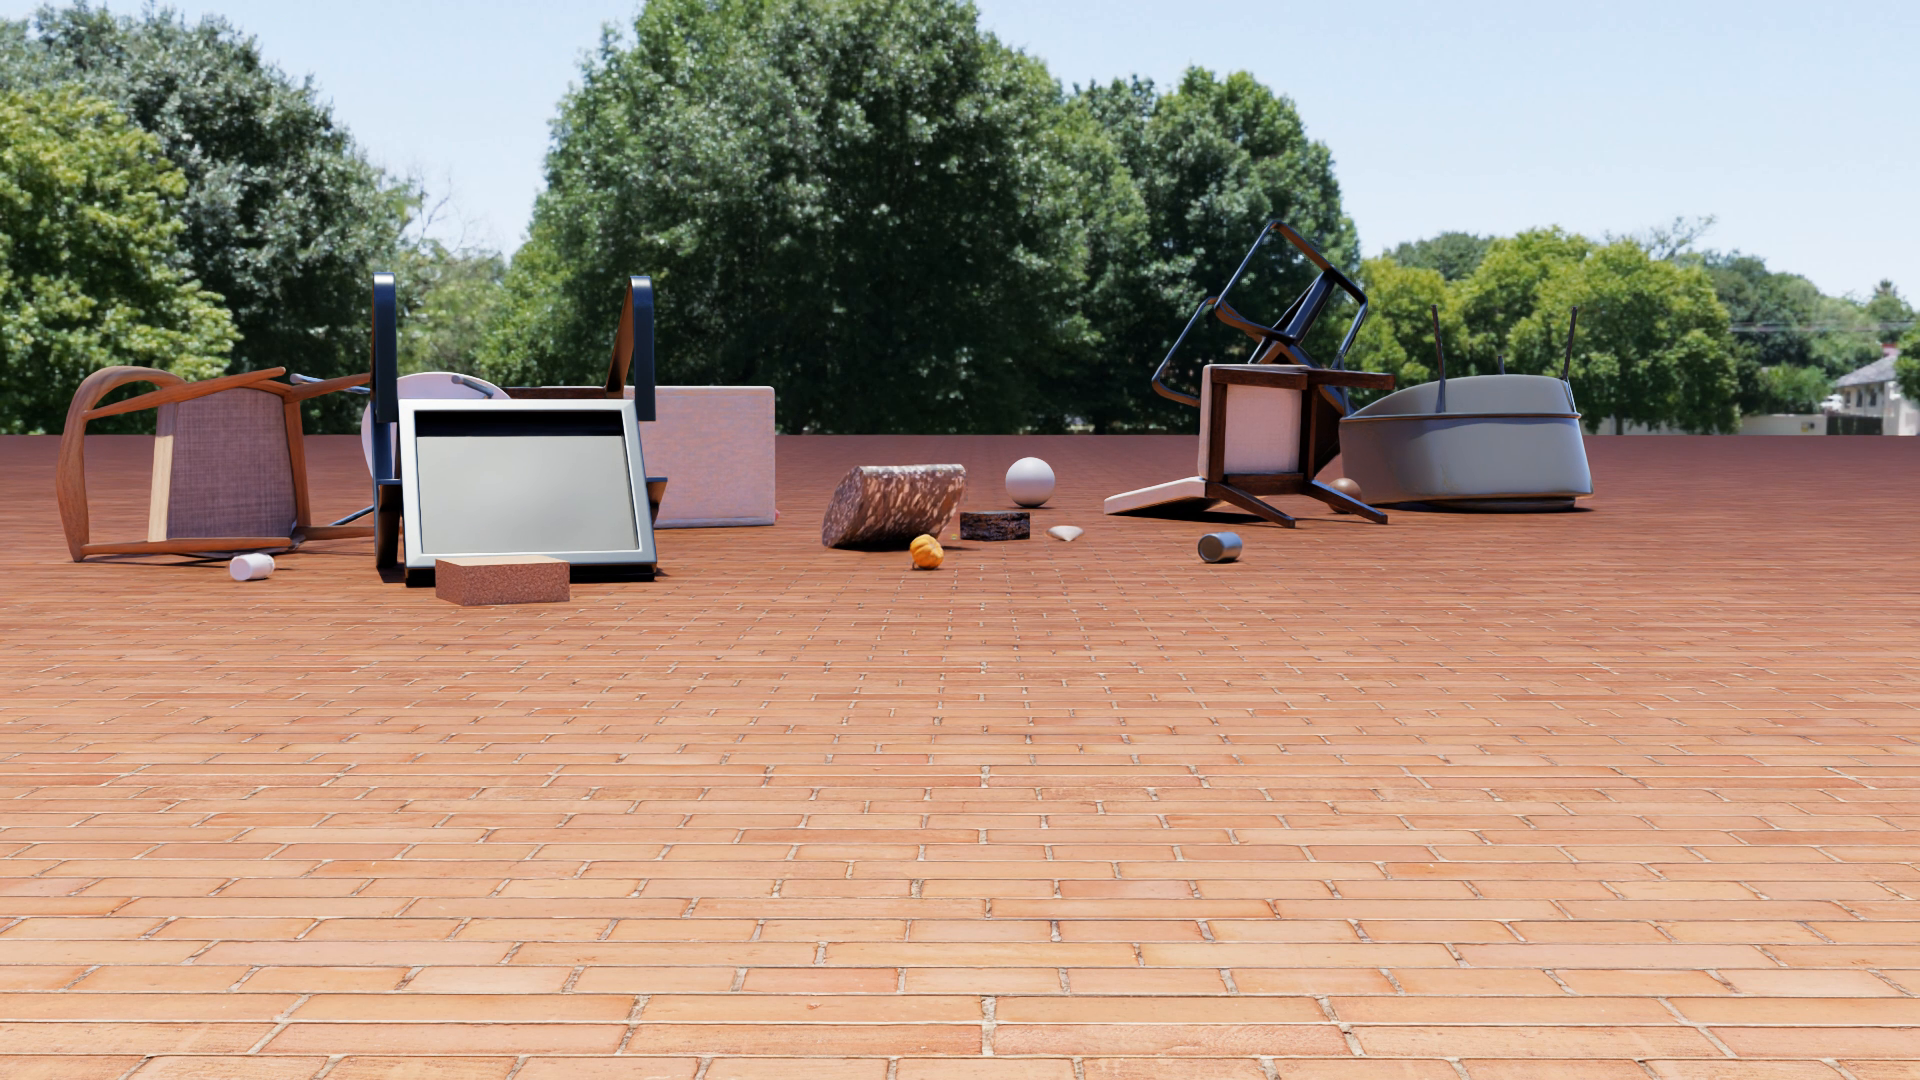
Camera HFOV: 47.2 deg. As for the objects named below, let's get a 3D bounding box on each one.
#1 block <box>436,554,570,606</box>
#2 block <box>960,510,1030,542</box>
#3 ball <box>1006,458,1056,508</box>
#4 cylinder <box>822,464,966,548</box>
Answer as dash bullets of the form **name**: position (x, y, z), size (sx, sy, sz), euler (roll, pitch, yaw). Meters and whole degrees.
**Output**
- **block**: position (-0.978, 0.085, 4.696), size (0.229, 0.084, 0.220), euler (-2, 4, -28)
- **block**: position (0.106, -0.042, 6.573), size (0.168, 0.081, 0.122), euler (-3, 5, -38)
- **ball**: position (0.266, -0.217, 8.315), size (0.191, 0.191, 0.191), euler (0, 4, 0)
- **cylinder**: position (-0.189, -0.096, 6.230), size (0.328, 0.122, 0.317), euler (-2, -38, -32)
